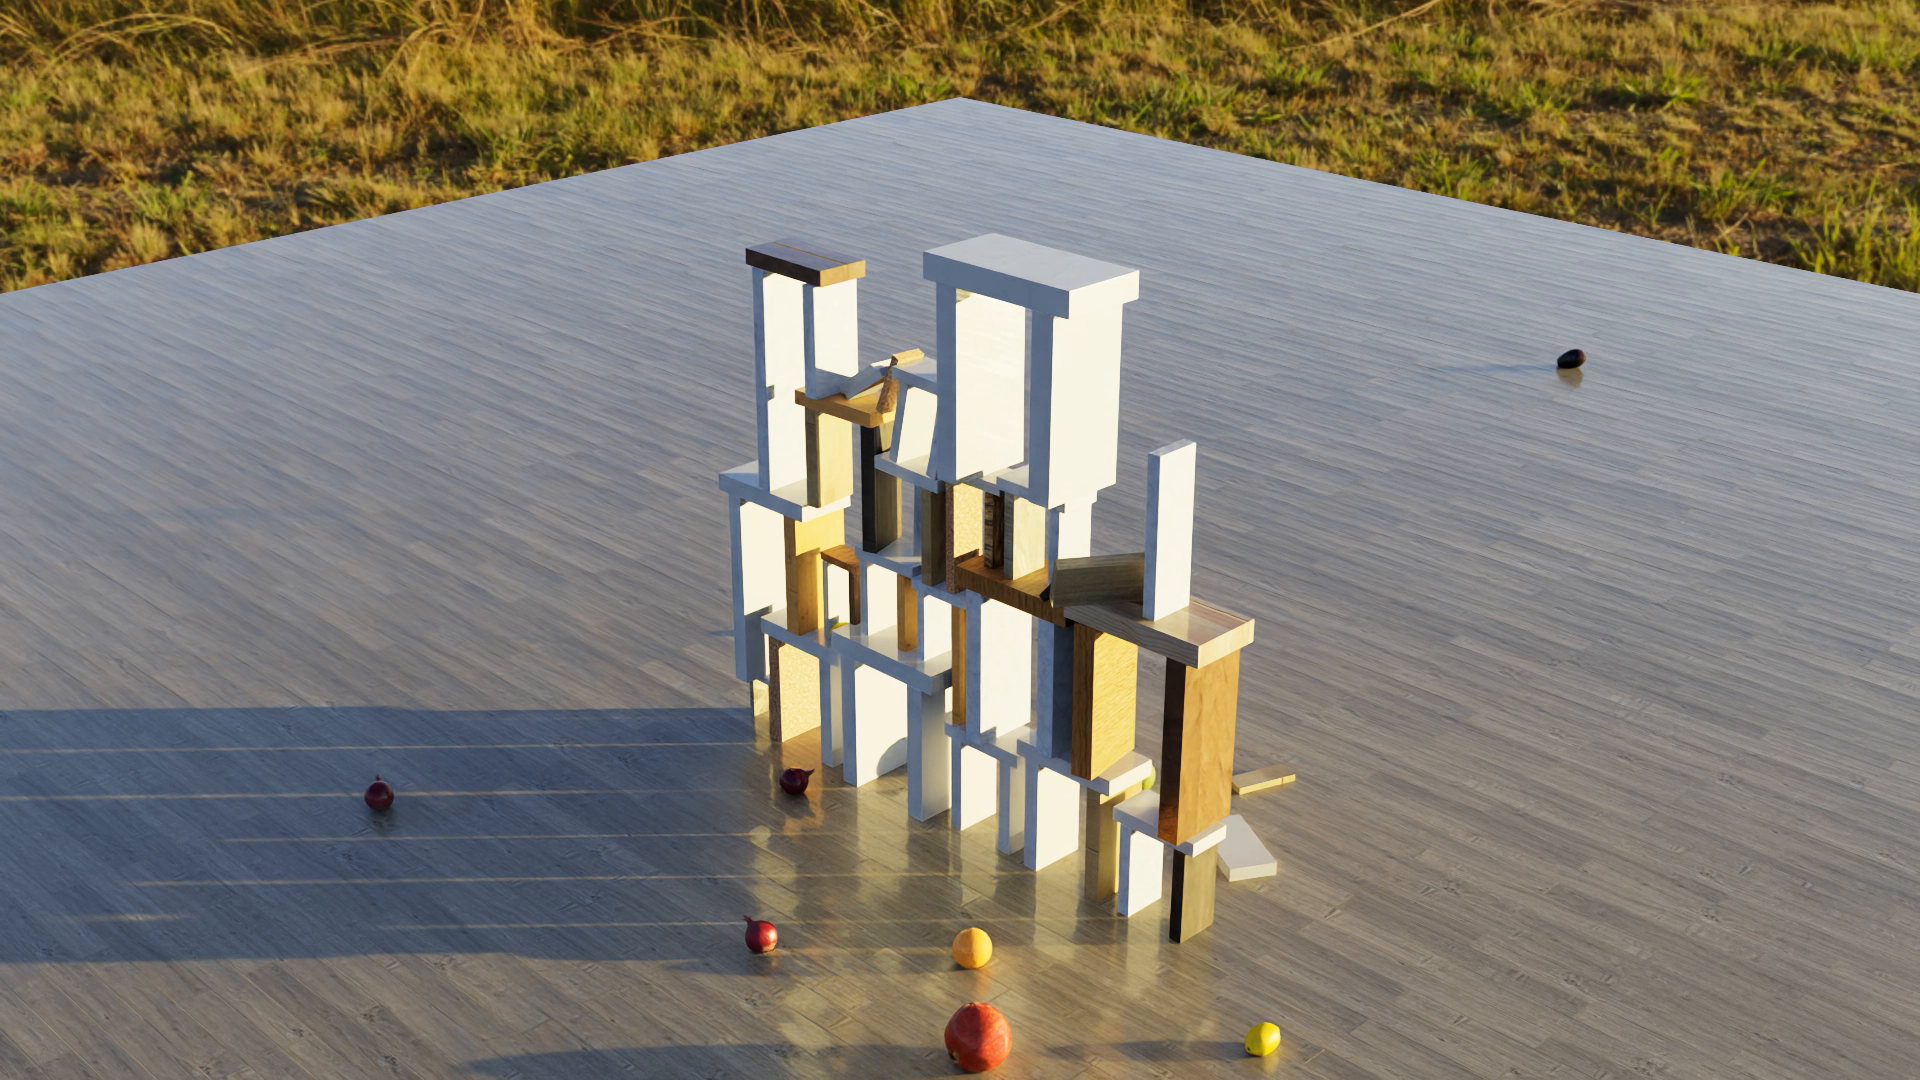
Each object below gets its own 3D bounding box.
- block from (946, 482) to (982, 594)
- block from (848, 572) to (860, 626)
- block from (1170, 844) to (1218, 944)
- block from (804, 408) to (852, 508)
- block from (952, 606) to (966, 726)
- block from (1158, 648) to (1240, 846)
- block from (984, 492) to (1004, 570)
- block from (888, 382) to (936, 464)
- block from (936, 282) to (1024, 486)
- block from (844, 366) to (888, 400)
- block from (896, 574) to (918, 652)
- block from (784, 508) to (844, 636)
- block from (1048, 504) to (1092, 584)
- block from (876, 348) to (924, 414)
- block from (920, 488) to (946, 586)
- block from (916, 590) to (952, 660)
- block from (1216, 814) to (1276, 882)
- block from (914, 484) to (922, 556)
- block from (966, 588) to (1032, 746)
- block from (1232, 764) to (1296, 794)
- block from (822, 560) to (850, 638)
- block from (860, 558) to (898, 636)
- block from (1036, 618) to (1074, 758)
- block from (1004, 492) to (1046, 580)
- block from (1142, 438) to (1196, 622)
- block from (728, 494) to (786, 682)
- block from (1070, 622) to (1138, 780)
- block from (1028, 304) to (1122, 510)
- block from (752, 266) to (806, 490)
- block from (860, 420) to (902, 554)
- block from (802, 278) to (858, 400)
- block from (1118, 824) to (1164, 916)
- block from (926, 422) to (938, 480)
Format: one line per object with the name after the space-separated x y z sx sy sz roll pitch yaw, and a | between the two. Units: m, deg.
0.008 -0.017 4.211 0.076 0.235 0.022 -21 31 -40 | block
-0.200 0.111 4.493 0.058 0.115 0.016 -21 31 -40 | block
0.427 0.635 4.023 0.027 0.189 0.095 22 31 40 | block
-0.264 -0.180 4.435 0.030 0.211 0.106 17 29 35 | block
0.018 0.235 4.299 0.074 0.255 0.021 -21 31 -40 | block
0.425 0.352 3.915 0.044 0.361 0.154 21 31 39 | block
0.080 -0.028 4.129 0.022 0.152 0.076 22 31 40 | block
-0.086 -0.236 4.229 0.085 0.171 0.024 -20 42 -39 | block
0.039 -0.305 4.051 0.178 0.377 0.050 -21 31 -41 | block
-0.163 -0.309 4.276 0.065 0.018 0.131 -19 -5 -38 | block
-0.088 0.134 4.379 0.081 0.163 0.023 -21 31 -41 | block
-0.302 0.056 4.582 0.131 0.263 0.037 -21 31 -40 | block
0.200 0.012 4.012 0.085 0.170 0.024 -21 31 -40 | block
-0.116 -0.305 4.232 0.065 0.131 0.018 -18 50 -40 | block
-0.034 -0.017 4.257 0.026 0.199 0.091 20 30 39 | block
-0.051 0.158 4.342 0.074 0.148 0.021 -21 31 -41 | block
0.538 0.602 4.308 0.095 0.027 0.191 -6 24 -14 | block
-0.075 -0.069 4.356 0.026 0.182 0.091 3 23 3 | block
0.075 0.225 4.240 0.039 0.320 0.139 21 31 41 | block
0.625 0.497 4.572 0.136 0.014 0.051 -11 25 -24 | block
-0.257 0.116 4.556 0.016 0.173 0.058 21 31 40 | block
-0.165 0.104 4.450 0.023 0.163 0.081 21 31 40 | block
0.206 0.256 4.112 0.139 0.278 0.039 -21 31 -41 | block
0.120 -0.019 4.086 0.024 0.170 0.085 21 31 40 | block
0.363 -0.016 3.817 0.027 0.307 0.095 21 31 40 | block
-0.427 0.087 4.728 0.037 0.433 0.131 21 31 40 | block
0.266 0.270 4.040 0.044 0.308 0.154 15 27 32 | block
0.203 -0.249 3.893 0.178 0.356 0.050 -21 32 -41 | block
-0.362 -0.337 4.475 0.032 0.470 0.114 21 31 39 | block
-0.155 -0.117 4.359 0.030 0.268 0.106 12 26 26 | block
-0.254 -0.400 4.314 0.032 0.229 0.114 20 30 39 | block
0.338 0.600 4.105 0.027 0.189 0.095 21 31 41 | block
-0.011 -0.200 4.148 0.086 0.171 0.024 -21 46 -40 | block
